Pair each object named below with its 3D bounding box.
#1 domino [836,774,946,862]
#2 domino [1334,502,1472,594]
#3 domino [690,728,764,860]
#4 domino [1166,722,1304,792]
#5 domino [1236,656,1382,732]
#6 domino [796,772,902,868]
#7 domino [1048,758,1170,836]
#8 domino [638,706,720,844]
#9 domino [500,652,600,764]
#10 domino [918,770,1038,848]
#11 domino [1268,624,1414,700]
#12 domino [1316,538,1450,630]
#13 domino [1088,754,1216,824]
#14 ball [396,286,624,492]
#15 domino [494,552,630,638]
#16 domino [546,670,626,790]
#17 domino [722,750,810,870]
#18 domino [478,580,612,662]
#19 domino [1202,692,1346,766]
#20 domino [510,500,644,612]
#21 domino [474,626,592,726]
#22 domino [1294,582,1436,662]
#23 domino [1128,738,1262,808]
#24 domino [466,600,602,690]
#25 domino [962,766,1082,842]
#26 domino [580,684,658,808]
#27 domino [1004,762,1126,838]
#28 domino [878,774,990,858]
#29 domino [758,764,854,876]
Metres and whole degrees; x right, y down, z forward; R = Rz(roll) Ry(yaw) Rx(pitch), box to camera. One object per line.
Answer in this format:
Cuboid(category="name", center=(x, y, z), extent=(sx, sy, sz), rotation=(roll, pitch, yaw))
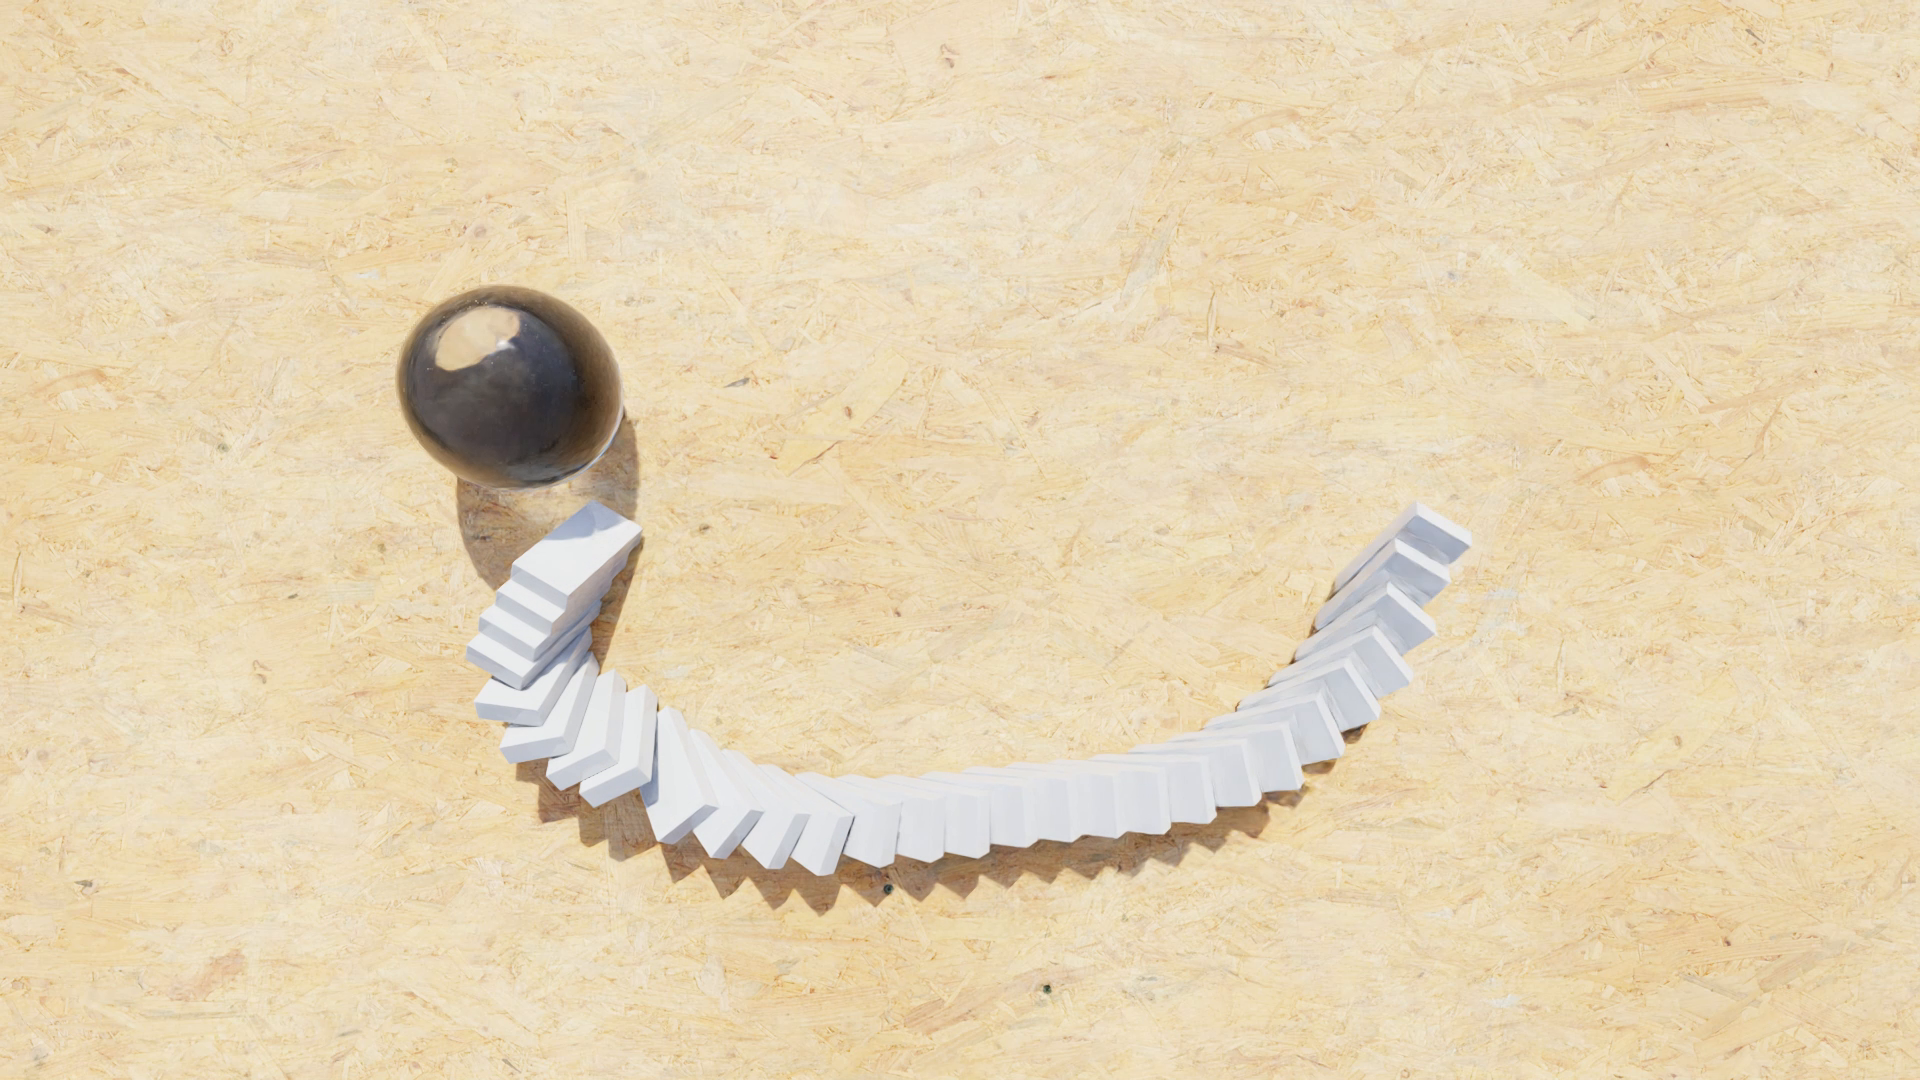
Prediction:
Cuboid(category="domino", center=(-0.030, 0.115, 0.383), extent=(0.050, 0.009, 0.025), rotation=(3, 90, 32))
Cuboid(category="domino", center=(0.182, 0.010, 0.380), extent=(0.025, 0.009, 0.050), rotation=(30, 132, 0))
Cuboid(category="domino", center=(-0.105, 0.105, 0.382), extent=(0.025, 0.010, 0.050), rotation=(-51, 55, 0))
Cuboid(category="domino", center=(0.114, 0.092, 0.382), extent=(0.050, 0.010, 0.025), rotation=(-16, 90, 35))
Cuboid(category="domino", center=(0.144, 0.070, 0.382), extent=(0.050, 0.010, 0.025), rotation=(-33, 90, 36))
Cuboid(category="domino", center=(-0.049, 0.116, 0.382), extent=(0.050, 0.010, 0.025), rotation=(8, 90, 33))
Cuboid(category="domino", center=(0.061, 0.106, 0.382), extent=(0.050, 0.009, 0.025), rotation=(-5, 90, 33))
Cuboid(category="domino", center=(-0.121, 0.097, 0.381), extent=(0.025, 0.009, 0.050), rotation=(-38, 56, 4))
Cuboid(category="domino", center=(-0.167, 0.068, 0.377), extent=(0.025, 0.050, 0.010), rotation=(-11, 124, 0))
Cuboid(category="domino", center=(0.007, 0.112, 0.383), extent=(0.050, 0.009, 0.025), rotation=(-4, 90, 32))
Cuboid(category="domino", center=(0.157, 0.058, 0.381), extent=(0.050, 0.010, 0.025), rotation=(-38, 90, 37))
Cuboid(category="domino", center=(0.174, 0.025, 0.381), extent=(0.025, 0.010, 0.050), rotation=(30, 129, 0))
Cuboid(category="domino", center=(0.079, 0.103, 0.382), extent=(0.050, 0.009, 0.025), rotation=(-8, 90, 34))
Cuboid(category="ball", center=(-0.174, -0.059, 0.360), extent=(0.080, 0.080, 0.080), rotation=(0, 90, 0))
Cuboid(category="domino", center=(-0.163, 0.016, 0.377), extent=(0.025, 0.050, 0.009), rotation=(30, 128, 0))
Cuboid(category="domino", center=(-0.153, 0.077, 0.377), extent=(0.025, 0.050, 0.010), rotation=(-26, 123, 0))
Cuboid(category="domino", center=(-0.087, 0.111, 0.382), extent=(0.050, 0.009, 0.025), rotation=(28, 90, 35))
Cuboid(category="domino", center=(-0.169, 0.026, 0.377), extent=(0.025, 0.050, 0.009), rotation=(30, 128, 0))
Cuboid(category="domino", center=(0.130, 0.082, 0.382), extent=(0.050, 0.009, 0.025), rotation=(-25, 90, 35))
Cuboid(category="domino", center=(-0.157, 0.005, 0.377), extent=(0.025, 0.050, 0.009), rotation=(30, 128, 0))
Cuboid(category="domino", center=(-0.174, 0.053, 0.377), extent=(0.025, 0.050, 0.010), rotation=(8, 126, 0))
Cuboid(category="domino", center=(0.168, 0.042, 0.381), extent=(0.025, 0.010, 0.050), rotation=(40, 127, 0))
Cuboid(category="domino", center=(0.097, 0.098, 0.382), extent=(0.050, 0.009, 0.025), rotation=(-13, 90, 34))
Cuboid(category="domino", center=(-0.174, 0.037, 0.377), extent=(0.025, 0.050, 0.009), rotation=(30, 128, 0))
Cuboid(category="domino", center=(0.025, 0.110, 0.383), extent=(0.050, 0.010, 0.025), rotation=(-4, 90, 32))
Cuboid(category="domino", center=(-0.139, 0.083, 0.376), extent=(0.025, 0.050, 0.010), rotation=(-25, 123, 1))
Cuboid(category="domino", center=(0.043, 0.108, 0.382), extent=(0.050, 0.010, 0.025), rotation=(-4, 90, 33))
Cuboid(category="domino", center=(-0.012, 0.115, 0.383), extent=(0.050, 0.009, 0.025), rotation=(0, 90, 32))
Cuboid(category="domino", center=(-0.069, 0.116, 0.382), extent=(0.050, 0.010, 0.025), rotation=(20, 90, 35))
